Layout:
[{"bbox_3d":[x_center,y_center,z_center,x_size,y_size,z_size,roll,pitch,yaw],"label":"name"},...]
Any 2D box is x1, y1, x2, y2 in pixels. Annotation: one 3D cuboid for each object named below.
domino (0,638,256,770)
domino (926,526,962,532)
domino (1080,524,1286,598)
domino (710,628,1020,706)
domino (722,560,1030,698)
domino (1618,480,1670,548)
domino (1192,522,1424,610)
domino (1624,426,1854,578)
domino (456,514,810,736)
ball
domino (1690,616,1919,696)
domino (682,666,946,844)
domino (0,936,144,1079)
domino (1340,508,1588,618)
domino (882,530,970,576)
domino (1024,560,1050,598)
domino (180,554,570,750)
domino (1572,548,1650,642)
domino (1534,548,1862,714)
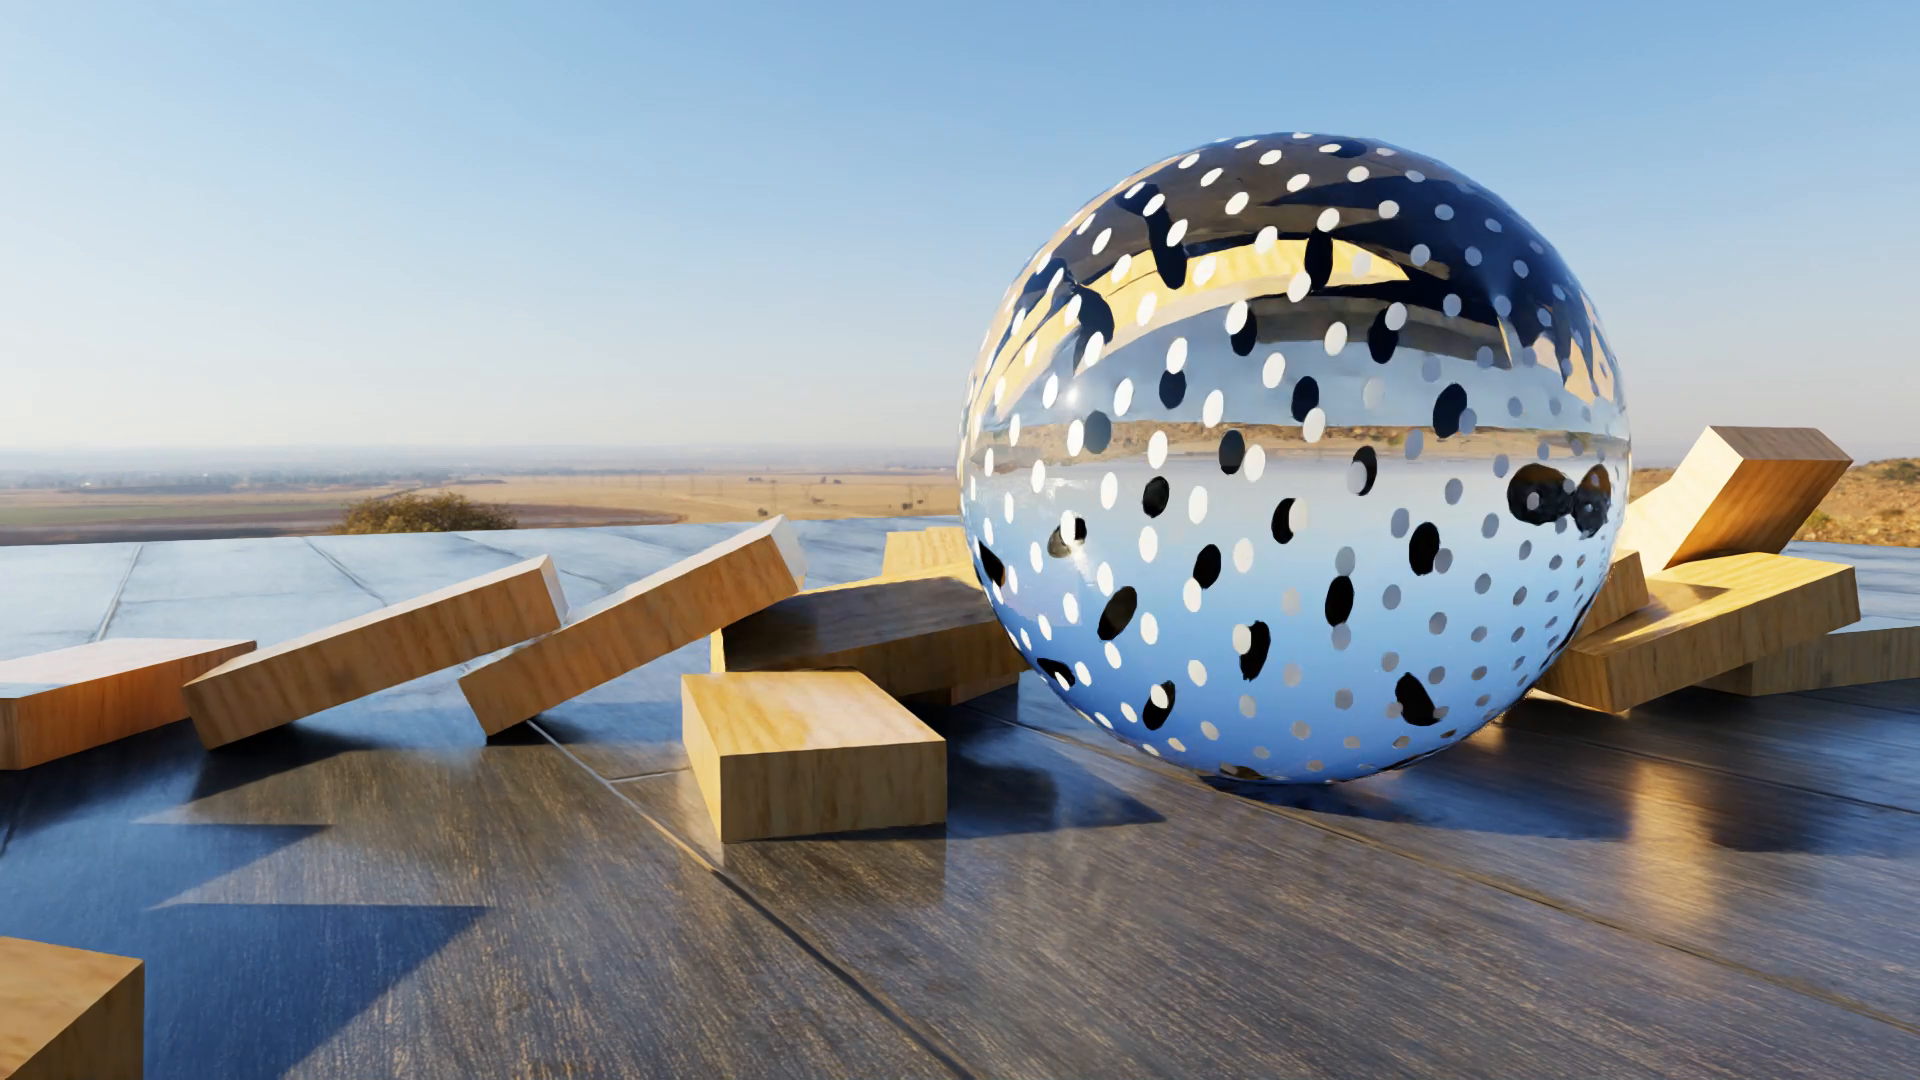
[{"bbox_3d":[-0.133,0.023,0.193,0.025,0.010,0.050,0,4,4],"label":"domino"},{"bbox_3d":[0.002,0.009,0.304,0.025,0.010,0.050,0,18,5],"label":"domino"},{"bbox_3d":[0.061,0.006,0.352,0.050,0.010,0.025,-1,-25,-13],"label":"domino"},{"bbox_3d":[-0.017,0.021,0.231,0.050,0.009,0.025,2,5,29],"label":"domino"},{"bbox_3d":[-0.012,0.015,0.204,0.050,0.009,0.025,-11,22,-8],"label":"domino"},{"bbox_3d":[0.136,0.005,0.271,0.025,0.009,0.050,-3,-28,-36],"label":"domino"},{"bbox_3d":[0.087,0.007,0.322,0.050,0.010,0.025,-17,-8,38],"label":"domino"},{"bbox_3d":[0.140,0.002,0.242,0.025,0.050,0.009,-1,42,-17],"label":"domino"},{"bbox_3d":[-0.049,0.012,0.198,0.050,0.010,0.025,-25,9,0],"label":"domino"},{"bbox_3d":[0.039,-0.010,0.161,0.080,0.080,0.080,0,4,0],"label":"ball"},{"bbox_3d":[0.152,0.020,0.237,0.050,0.009,0.025,-2,5,-23],"label":"domino"},{"bbox_3d":[-0.021,0.026,0.164,0.025,0.009,0.050,-1,4,-17],"label":"domino"},{"bbox_3d":[-0.072,0.027,0.061,0.050,0.010,0.025,10,14,0],"label":"domino"},{"bbox_3d":[0.118,0.006,0.300,0.050,0.009,0.025,-25,-13,39],"label":"domino"},{"bbox_3d":[-0.004,0.011,0.269,0.025,0.009,0.050,-1,20,0],"label":"domino"},{"bbox_3d":[0.011,0.012,0.343,0.025,0.009,0.050,0,4,5],"label":"domino"},{"bbox_3d":[-0.086,0.016,0.195,0.050,0.009,0.025,-20,9,-12],"label":"domino"},{"bbox_3d":[0.088,0.014,0.218,0.050,0.009,0.025,-21,12,-19],"label":"domino"},{"bbox_3d":[0.122,0.014,0.218,0.050,0.009,0.025,-17,11,-12],"label":"domino"}]
